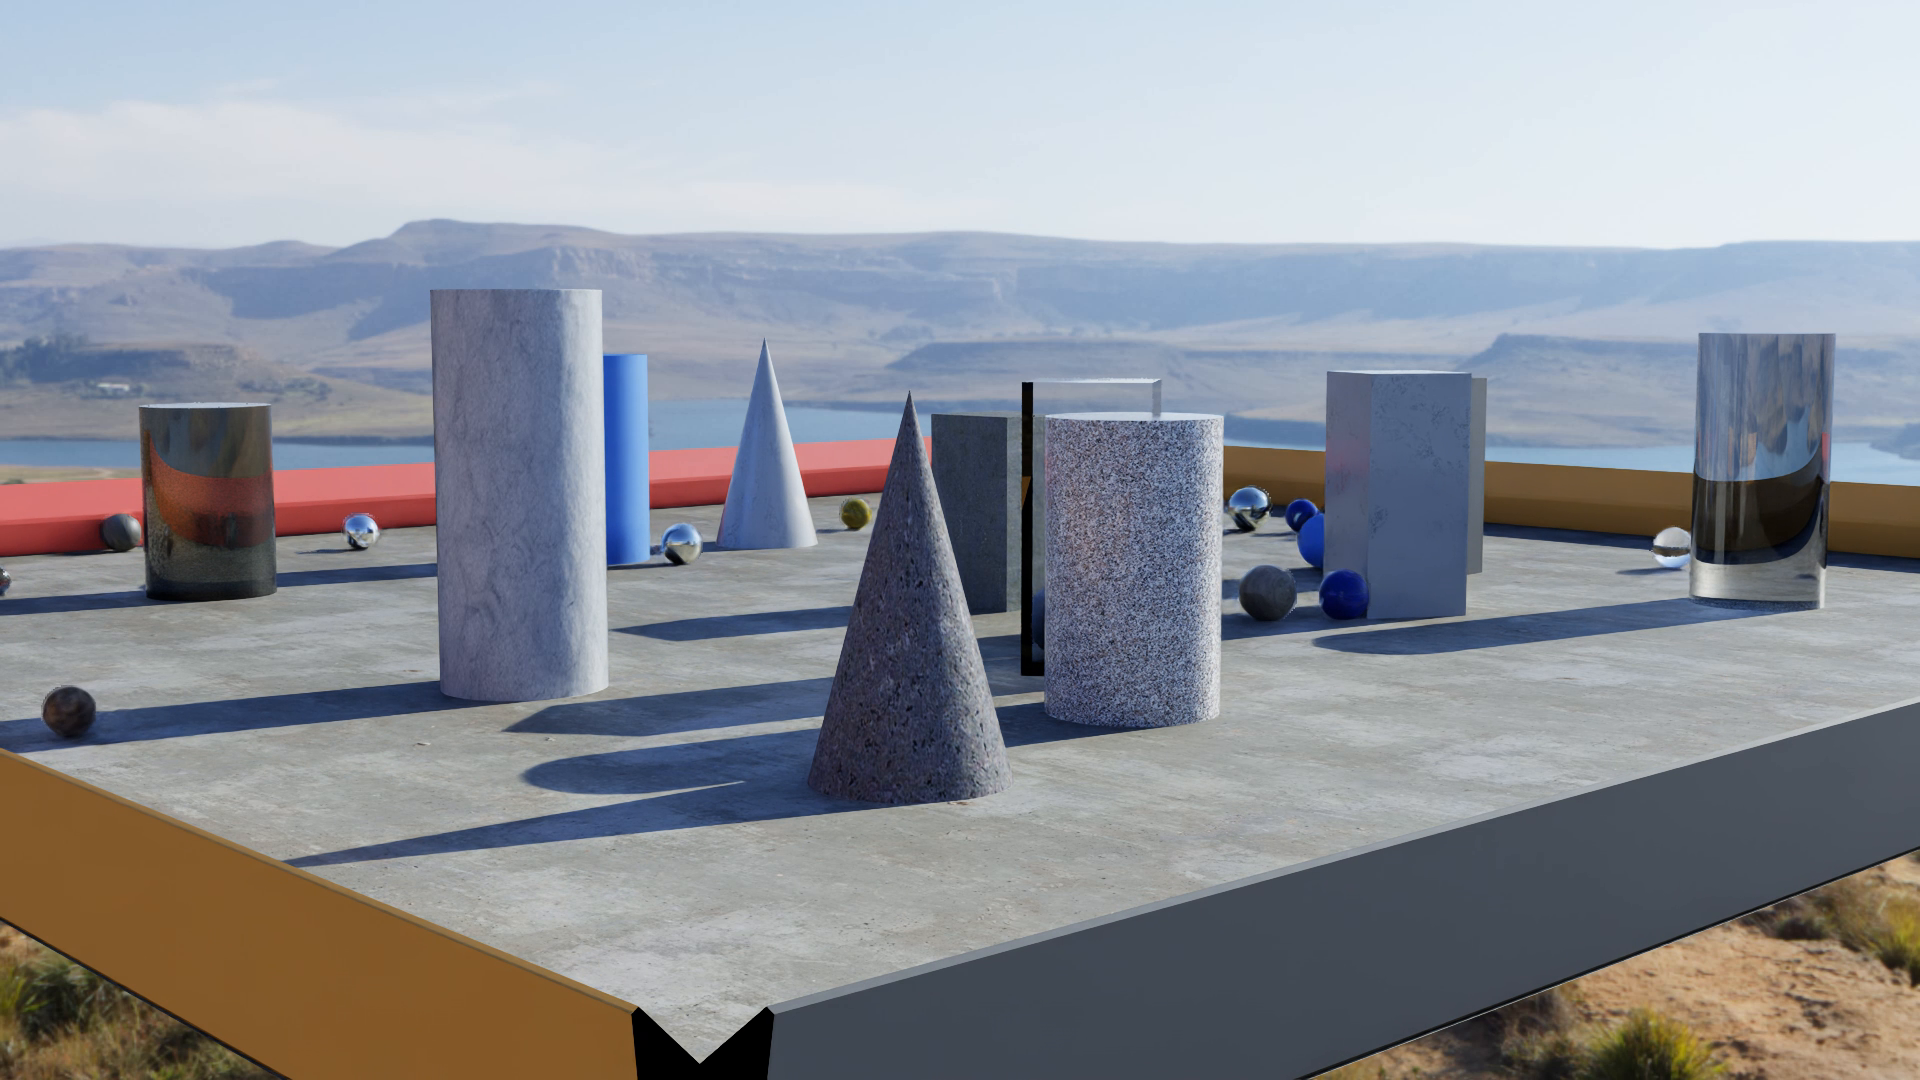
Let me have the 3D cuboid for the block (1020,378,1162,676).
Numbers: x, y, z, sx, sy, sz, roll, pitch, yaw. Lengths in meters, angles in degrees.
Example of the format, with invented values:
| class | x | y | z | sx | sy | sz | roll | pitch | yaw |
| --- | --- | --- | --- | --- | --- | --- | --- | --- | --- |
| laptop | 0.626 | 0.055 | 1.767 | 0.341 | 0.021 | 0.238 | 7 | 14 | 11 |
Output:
| class | x | y | z | sx | sy | sz | roll | pitch | yaw |
| --- | --- | --- | --- | --- | --- | --- | --- | --- | --- |
| block | 0.165 | -0.019 | 2.733 | 0.157 | 0.358 | 0.157 | 1 | 6 | 9 |

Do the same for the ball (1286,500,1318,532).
| class | x | y | z | sx | sy | sz | roll | pitch | yaw |
| --- | --- | --- | --- | --- | --- | --- | --- | --- | --- |
| ball | 0.685 | -0.048 | 4.405 | 0.067 | 0.067 | 0.067 | 0 | 6 | 0 |

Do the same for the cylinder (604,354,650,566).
| class | x | y | z | sx | sy | sz | roll | pitch | yaw |
| --- | --- | --- | --- | --- | --- | --- | --- | --- | --- |
| cylinder | -0.654 | -0.147 | 3.921 | 0.196 | 0.365 | 0.196 | 0 | 6 | 0 |

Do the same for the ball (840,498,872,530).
| class | x | y | z | sx | sy | sz | roll | pitch | yaw |
| --- | --- | --- | --- | --- | --- | --- | --- | --- | --- |
| ball | -0.211 | -0.052 | 4.473 | 0.062 | 0.062 | 0.062 | 0 | 6 | 0 |

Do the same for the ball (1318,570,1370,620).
| class | x | y | z | sx | sy | sz | roll | pitch | yaw |
| --- | --- | --- | --- | --- | --- | --- | --- | --- | --- |
| ball | 0.553 | 0.079 | 3.163 | 0.074 | 0.074 | 0.074 | 0 | 6 | 0 |

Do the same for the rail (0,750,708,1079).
| class | x | y | z | sx | sy | sz | roll | pitch | yaw |
| --- | --- | --- | --- | --- | --- | --- | --- | --- | --- |
| rail | -1.229 | 0.151 | 2.204 | 0.045 | 0.127 | 3.322 | -5 | 8 | -42 |

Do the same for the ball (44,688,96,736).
| class | x | y | z | sx | sy | sz | roll | pitch | yaw |
| --- | --- | --- | --- | --- | --- | --- | --- | --- | --- |
| ball | -0.932 | 0.180 | 2.303 | 0.052 | 0.052 | 0.052 | 0 | 6 | 0 |

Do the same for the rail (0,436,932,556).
| class | x | y | z | sx | sy | sz | roll | pitch | yaw |
| --- | --- | --- | --- | --- | --- | --- | --- | --- | --- |
| rail | -1.110 | -0.092 | 4.529 | 3.391 | 0.127 | 0.045 | -5 | 8 | -42 |

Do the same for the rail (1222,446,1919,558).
| class | x | y | z | sx | sy | sz | roll | pitch | yaw |
| --- | --- | --- | --- | --- | --- | --- | --- | --- | --- |
| rail | 1.229 | -0.085 | 4.459 | 0.045 | 0.127 | 3.322 | -5 | 8 | -42 |

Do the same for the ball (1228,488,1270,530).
| class | x | y | z | sx | sy | sz | roll | pitch | yaw |
| --- | --- | --- | --- | --- | --- | --- | --- | --- | --- |
| ball | 0.585 | -0.063 | 4.454 | 0.088 | 0.088 | 0.088 | 0 | 6 | 0 |

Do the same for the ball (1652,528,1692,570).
| class | x | y | z | sx | sy | sz | roll | pitch | yaw |
| --- | --- | --- | --- | --- | --- | --- | --- | --- | --- |
| ball | 1.231 | 0.014 | 3.790 | 0.071 | 0.071 | 0.071 | 0 | 6 | 0 |

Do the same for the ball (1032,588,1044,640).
| class | x | y | z | sx | sy | sz | roll | pitch | yaw |
| --- | --- | --- | --- | --- | --- | --- | --- | --- | --- |
| ball | 0.145 | 0.096 | 2.879 | 0.098 | 0.098 | 0.098 | 0 | 6 | 0 |

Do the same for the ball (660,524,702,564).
| class | x | y | z | sx | sy | sz | roll | pitch | yaw |
| --- | --- | --- | --- | --- | --- | --- | --- | --- | --- |
| ball | -0.490 | 0.006 | 3.866 | 0.072 | 0.072 | 0.072 | 0 | 6 | 0 |

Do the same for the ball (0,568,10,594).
| class | x | y | z | sx | sy | sz | roll | pitch | yaw |
| --- | --- | --- | --- | --- | --- | --- | --- | --- | --- |
| ball | -1.509 | 0.064 | 3.436 | 0.047 | 0.047 | 0.047 | 0 | 6 | 0 |

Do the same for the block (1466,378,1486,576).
| class | x | y | z | sx | sy | sz | roll | pitch | yaw |
| --- | --- | --- | --- | --- | --- | --- | --- | --- | --- |
| block | 0.778 | -0.109 | 3.721 | 0.157 | 0.331 | 0.157 | 5 | 8 | 42 |

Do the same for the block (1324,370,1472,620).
| class | x | y | z | sx | sy | sz | roll | pitch | yaw |
| --- | --- | --- | --- | --- | --- | --- | --- | --- | --- |
| block | 0.645 | -0.071 | 3.255 | 0.157 | 0.354 | 0.157 | -2 | 6 | -14 |

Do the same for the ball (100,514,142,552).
| class | x | y | z | sx | sy | sz | roll | pitch | yaw |
| --- | --- | --- | --- | --- | --- | --- | --- | --- | --- |
| ball | -1.550 | -0.014 | 4.064 | 0.071 | 0.071 | 0.071 | 0 | 6 | 0 |

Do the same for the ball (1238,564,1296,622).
| class | x | y | z | sx | sy | sz | roll | pitch | yaw |
| --- | --- | --- | --- | --- | --- | --- | --- | --- | --- |
| ball | 0.441 | 0.075 | 3.156 | 0.082 | 0.082 | 0.082 | 0 | 6 | 0 |

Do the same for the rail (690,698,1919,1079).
| class | x | y | z | sx | sy | sz | roll | pitch | yaw |
| --- | --- | --- | --- | --- | --- | --- | --- | --- | --- |
| rail | 1.110 | 0.158 | 2.135 | 3.391 | 0.127 | 0.045 | -5 | 8 | -42 |

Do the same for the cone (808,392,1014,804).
| class | x | y | z | sx | sy | sz | roll | pitch | yaw |
| --- | --- | --- | --- | --- | --- | --- | --- | --- | --- |
| cone | -0.047 | 0.044 | 2.069 | 0.196 | 0.371 | 0.196 | 0 | 6 | 0 |

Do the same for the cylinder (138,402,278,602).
| class | x | y | z | sx | sy | sz | roll | pitch | yaw |
| --- | --- | --- | --- | --- | --- | --- | --- | --- | --- |
| cylinder | -1.178 | -0.063 | 3.450 | 0.196 | 0.296 | 0.196 | 0 | 6 | 0 |

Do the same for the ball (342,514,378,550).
| class | x | y | z | sx | sy | sz | roll | pitch | yaw |
| --- | --- | --- | --- | --- | --- | --- | --- | --- | --- |
| ball | -1.118 | -0.015 | 4.101 | 0.064 | 0.064 | 0.064 | 0 | 6 | 0 |

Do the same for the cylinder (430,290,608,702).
| class | x | y | z | sx | sy | sz | roll | pitch | yaw |
| --- | --- | --- | --- | --- | --- | --- | --- | --- | --- |
| cylinder | -0.516 | -0.059 | 2.584 | 0.196 | 0.468 | 0.196 | 0 | 6 | 0 |

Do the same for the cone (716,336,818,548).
| class | x | y | z | sx | sy | sz | roll | pitch | yaw |
| --- | --- | --- | --- | --- | --- | --- | --- | --- | --- |
| cone | -0.370 | -0.190 | 4.188 | 0.196 | 0.396 | 0.196 | 0 | 6 | 0 |

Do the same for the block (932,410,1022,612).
| class | x | y | z | sx | sy | sz | roll | pitch | yaw |
| --- | --- | --- | --- | --- | --- | --- | --- | --- | --- |
| block | 0.067 | -0.048 | 3.345 | 0.157 | 0.288 | 0.157 | 6 | 8 | 44 |

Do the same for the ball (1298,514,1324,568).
| class | x | y | z | sx | sy | sz | roll | pitch | yaw |
| --- | --- | --- | --- | --- | --- | --- | --- | --- | --- |
| ball | 0.631 | 0.002 | 3.790 | 0.096 | 0.096 | 0.096 | 0 | 6 | 0 |

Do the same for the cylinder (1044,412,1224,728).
| class | x | y | z | sx | sy | sz | roll | pitch | yaw |
| --- | --- | --- | --- | --- | --- | --- | --- | --- | --- |
| cylinder | 0.192 | 0.027 | 2.436 | 0.196 | 0.328 | 0.196 | 0 | 6 | 0 |

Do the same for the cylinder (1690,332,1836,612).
| class | x | y | z | sx | sy | sz | roll | pitch | yaw |
| --- | --- | --- | --- | --- | --- | --- | --- | --- | --- |
| cylinder | 1.215 | -0.108 | 3.334 | 0.196 | 0.410 | 0.196 | 0 | 6 | 0 |

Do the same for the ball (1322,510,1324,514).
| class | x | y | z | sx | sy | sz | roll | pitch | yaw |
| --- | --- | --- | --- | --- | --- | --- | --- | --- | --- |
| ball | 0.747 | -0.042 | 4.328 | 0.072 | 0.072 | 0.072 | 0 | 6 | 0 |
